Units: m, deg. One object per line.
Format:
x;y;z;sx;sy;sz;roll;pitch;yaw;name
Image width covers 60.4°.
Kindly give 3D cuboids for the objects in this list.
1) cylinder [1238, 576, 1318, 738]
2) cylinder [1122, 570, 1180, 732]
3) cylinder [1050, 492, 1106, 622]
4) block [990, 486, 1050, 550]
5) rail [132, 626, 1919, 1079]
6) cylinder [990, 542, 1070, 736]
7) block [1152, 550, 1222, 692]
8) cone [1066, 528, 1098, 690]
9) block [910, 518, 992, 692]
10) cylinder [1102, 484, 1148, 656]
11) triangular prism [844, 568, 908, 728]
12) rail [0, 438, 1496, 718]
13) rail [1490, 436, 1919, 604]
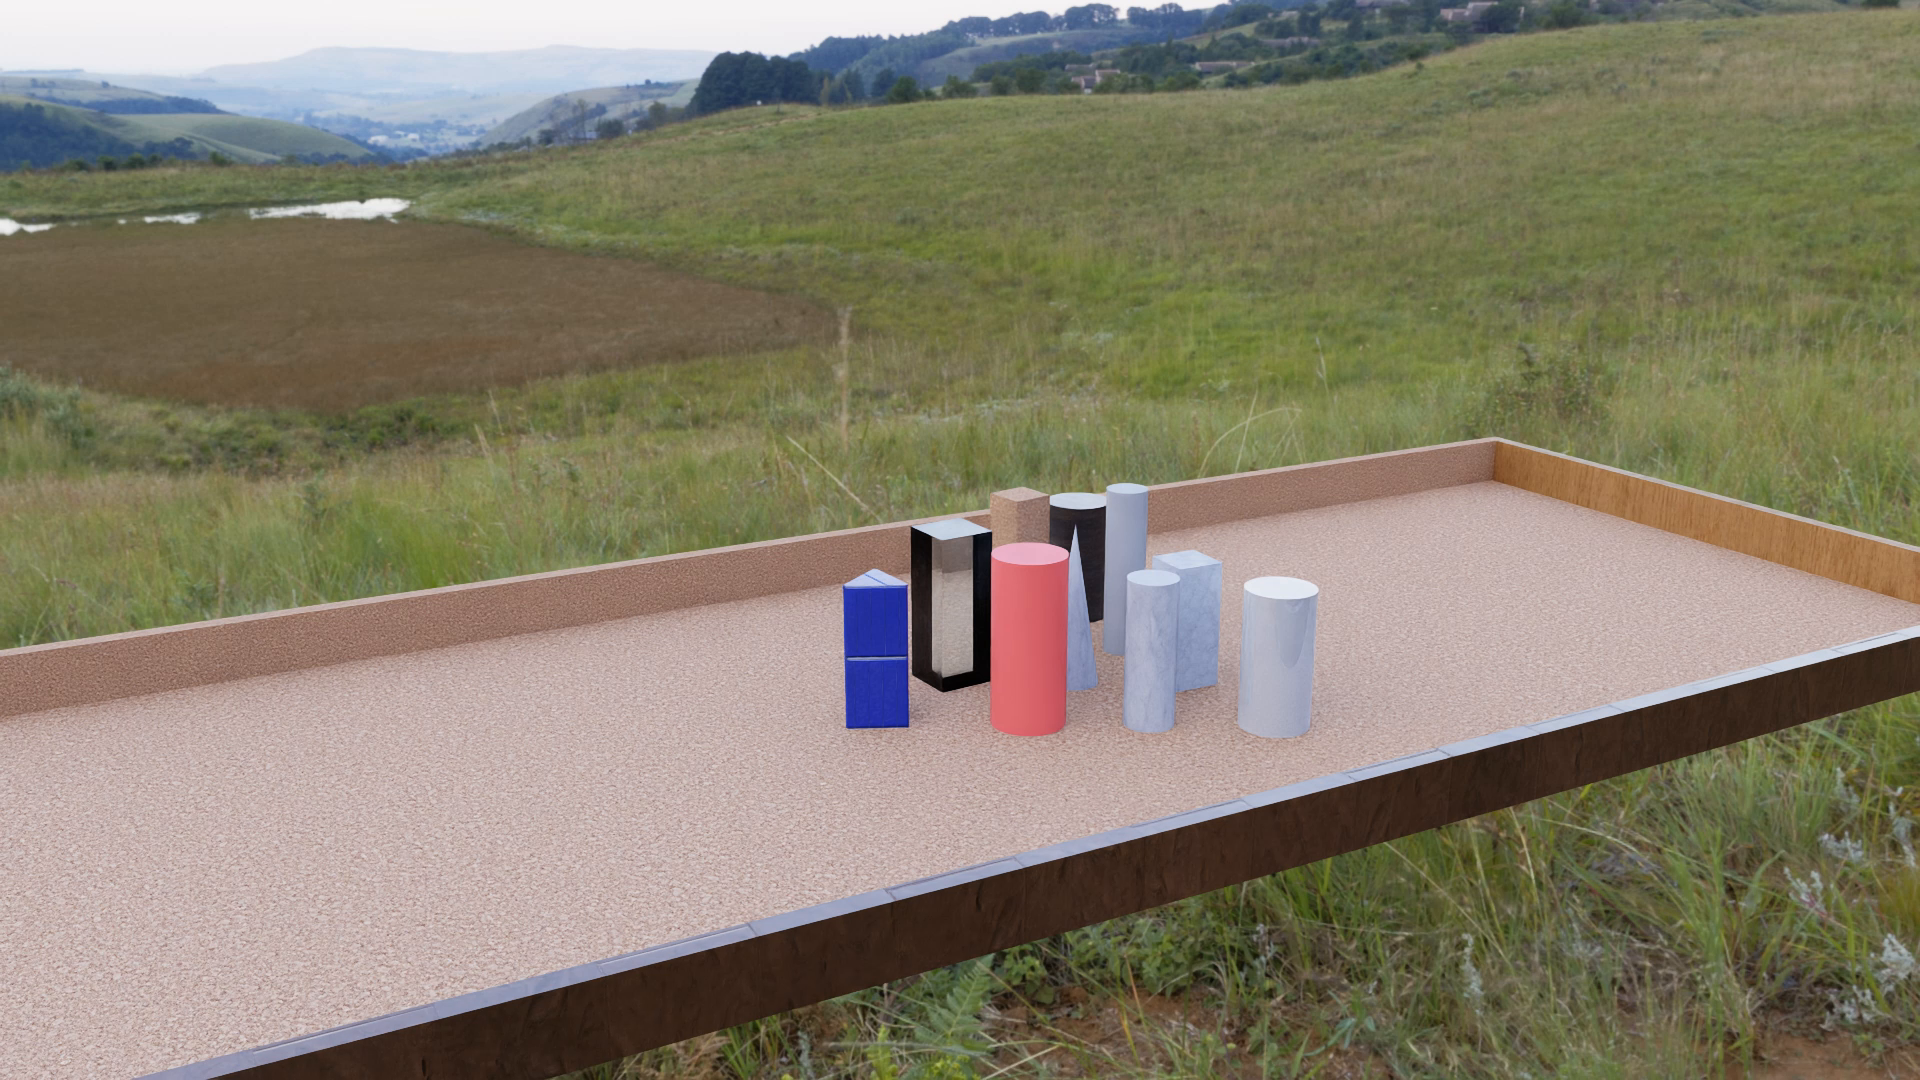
0.738;0.271;3.834;0.169;0.337;0.169;0;16;0;cylinder
0.444;0.259;3.837;0.122;0.359;0.122;0;16;0;cylinder
0.327;0.049;4.608;0.178;0.328;0.178;0;16;0;cylinder
0.156;0.078;4.359;0.110;0.412;0.110;-12;20;-36;block
-2.336;1.006;1.665;12.000;0.150;0.050;-9;18;-27;rail
0.161;0.230;3.838;0.179;0.414;0.179;0;16;0;cylinder
0.560;0.201;4.108;0.123;0.319;0.123;-8;18;-25;block
0.283;0.159;4.088;0.129;0.410;0.129;0;16;0;cone
-0.021;0.160;4.113;0.146;0.392;0.146;-10;19;-31;block
0.432;0.078;4.312;0.107;0.439;0.107;0;16;0;cylinder
-0.196;0.254;3.868;0.144;0.351;0.125;-1;16;-3;triangular prism
-3.305;0.497;3.399;12.000;0.150;0.050;-9;18;-27;rail
2.466;-0.048;5.253;0.050;0.150;2.100;-9;18;-27;rail
